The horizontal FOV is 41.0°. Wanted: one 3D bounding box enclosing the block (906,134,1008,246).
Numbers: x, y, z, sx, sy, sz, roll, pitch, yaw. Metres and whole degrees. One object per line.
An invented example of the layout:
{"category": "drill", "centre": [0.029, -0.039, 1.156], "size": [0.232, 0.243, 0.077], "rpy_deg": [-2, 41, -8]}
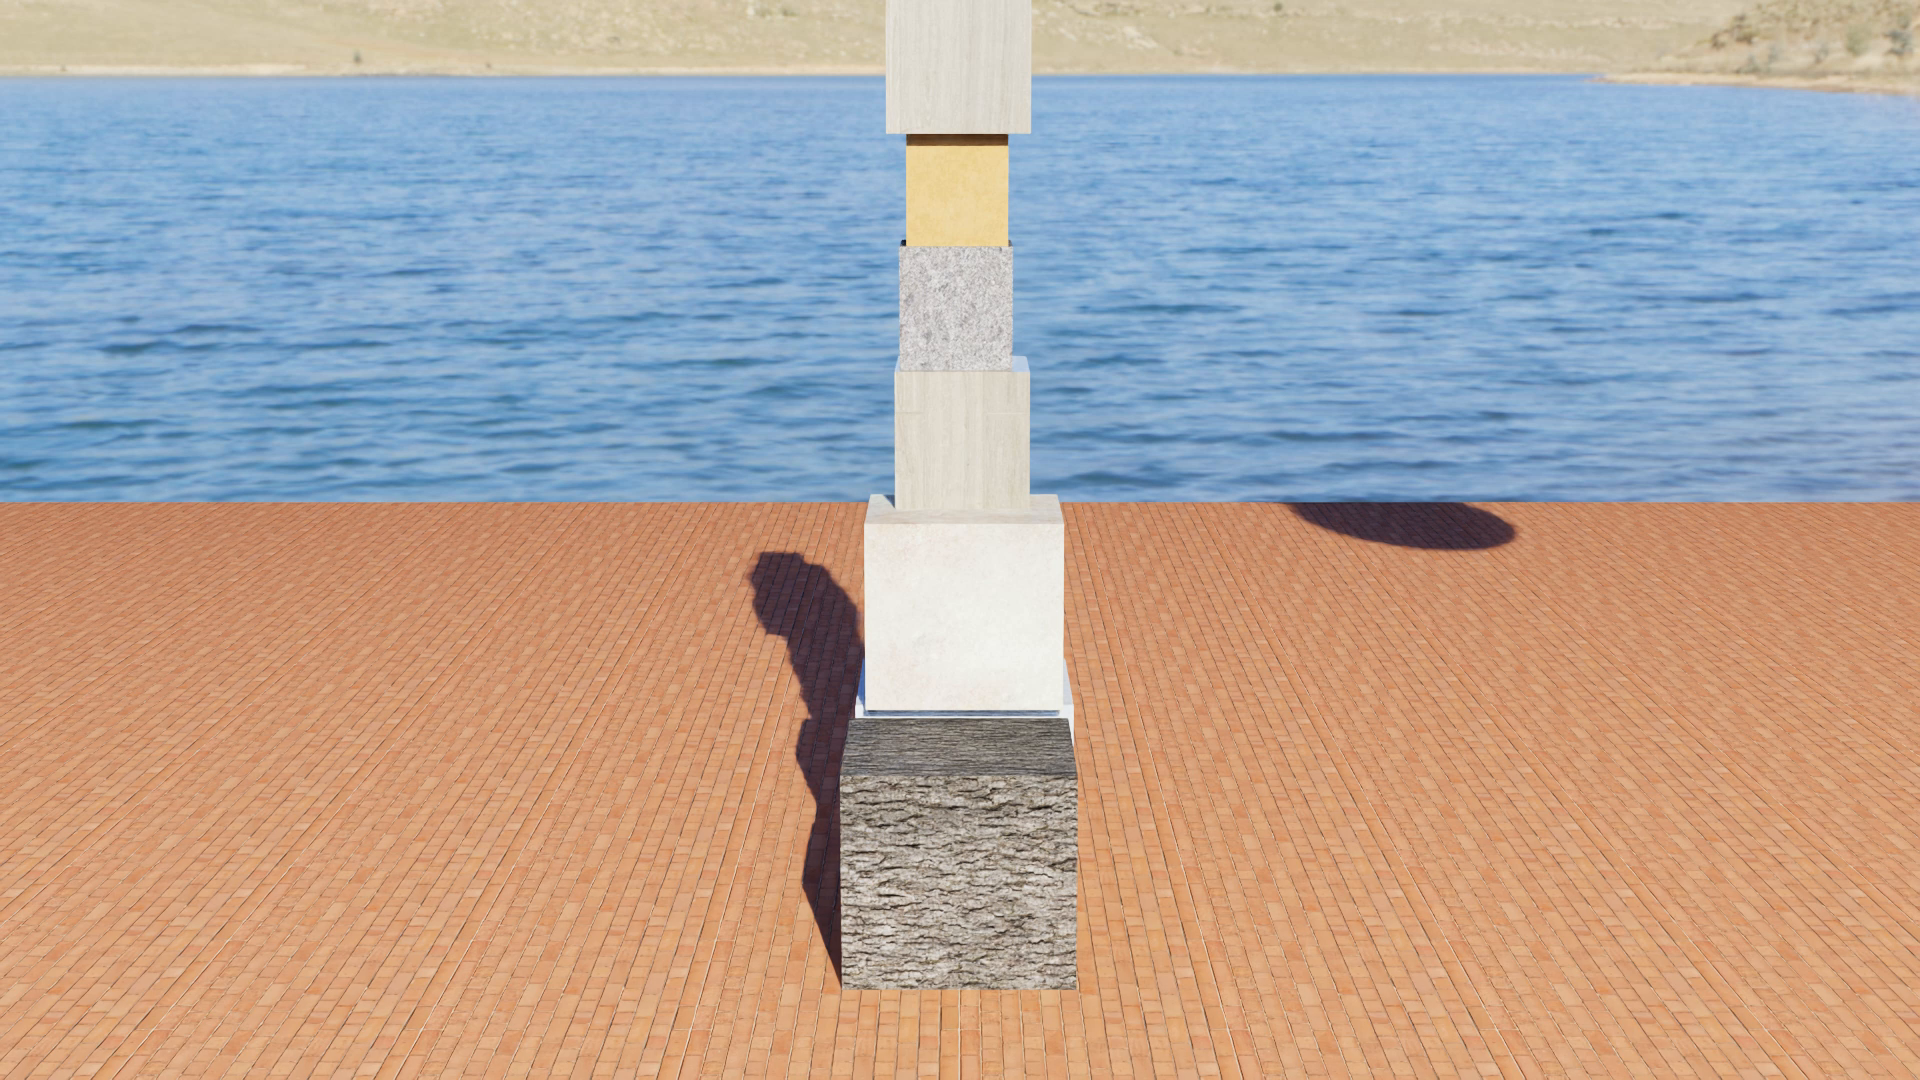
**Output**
{"category": "block", "centre": [-0.011, -1.498, 10.908], "size": [0.425, 0.468, 0.435], "rpy_deg": [0, 10, 0]}

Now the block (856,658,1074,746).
{"category": "block", "centre": [0.019, 1.059, 11.200], "size": [0.910, 0.910, 0.867], "rpy_deg": [0, 10, 0]}

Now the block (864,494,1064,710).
{"category": "block", "centre": [0.017, 0.252, 10.912], "size": [0.815, 0.781, 0.746], "rpy_deg": [0, 10, 0]}

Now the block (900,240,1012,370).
{"category": "block", "centre": [-0.016, -1.013, 10.996], "size": [0.475, 0.517, 0.467], "rpy_deg": [0, 10, 0]}

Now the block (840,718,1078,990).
{"category": "block", "centre": [-0.004, 1.244, 10.327], "size": [0.911, 0.858, 0.899], "rpy_deg": [0, 10, 0]}

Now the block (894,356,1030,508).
{"category": "block", "centre": [0.010, -0.473, 11.094], "size": [0.567, 0.580, 0.623], "rpy_deg": [0, 10, 0]}

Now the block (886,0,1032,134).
{"category": "block", "centre": [-0.006, -2.040, 10.809], "size": [0.596, 0.633, 0.605], "rpy_deg": [0, 10, 0]}
